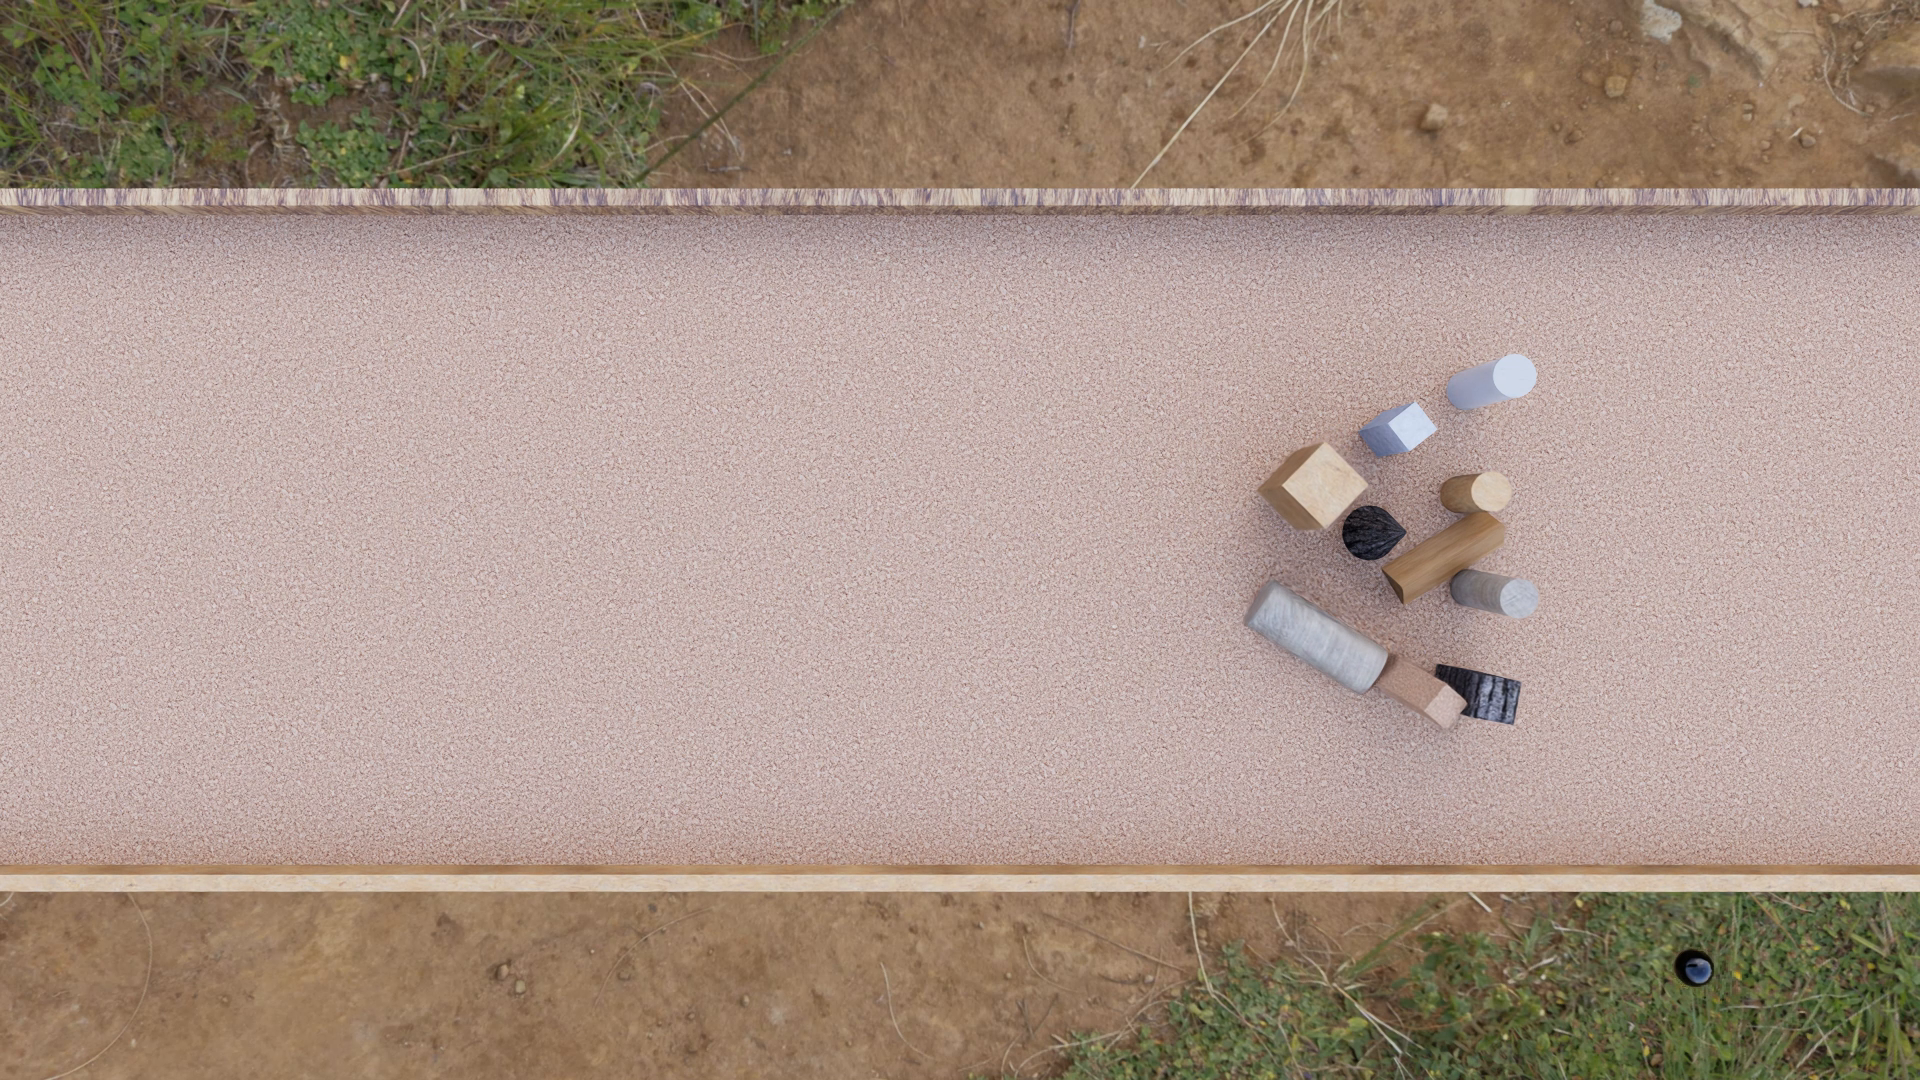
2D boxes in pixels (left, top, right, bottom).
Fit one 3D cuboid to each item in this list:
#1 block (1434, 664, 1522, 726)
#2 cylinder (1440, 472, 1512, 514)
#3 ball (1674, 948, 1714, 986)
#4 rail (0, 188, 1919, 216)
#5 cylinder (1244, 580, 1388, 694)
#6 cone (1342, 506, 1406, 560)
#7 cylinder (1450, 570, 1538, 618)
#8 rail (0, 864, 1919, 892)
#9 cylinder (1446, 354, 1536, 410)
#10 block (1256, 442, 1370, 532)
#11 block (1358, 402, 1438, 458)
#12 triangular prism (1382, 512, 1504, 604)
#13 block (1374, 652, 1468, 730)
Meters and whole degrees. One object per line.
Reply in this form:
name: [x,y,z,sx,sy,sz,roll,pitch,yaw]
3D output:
block: [1.528,0.456,4.901,0.127,0.344,0.127,11,90,-4]
cylinder: [1.535,-0.140,4.921,0.115,0.310,0.115,0,90,0]
ball: [4.142,2.414,9.307,0.210,0.210,0.210,0,90,0]
rail: [-2.247,-1.025,5.002,12.000,0.150,0.050,0,90,0]
cylinder: [1.079,0.291,4.998,0.407,0.158,0.158,32,90,0]
cone: [1.261,-0.022,4.863,0.169,0.427,0.169,0,90,0]
cylinder: [1.578,0.157,4.888,0.114,0.367,0.114,0,93,-5]
rail: [-2.247,1.025,5.001,12.000,0.150,0.050,0,90,0]
cylinder: [1.559,-0.461,4.855,0.122,0.443,0.122,0,90,0]
block: [1.038,-0.154,4.884,0.176,0.383,0.176,45,89,0]
block: [1.294,-0.325,4.896,0.101,0.361,0.101,-38,90,0]
triangular prism: [1.483,0.051,5.016,0.360,0.116,0.134,-31,90,0]
block: [1.355,0.444,4.903,0.101,0.332,0.101,39,90,-20]
